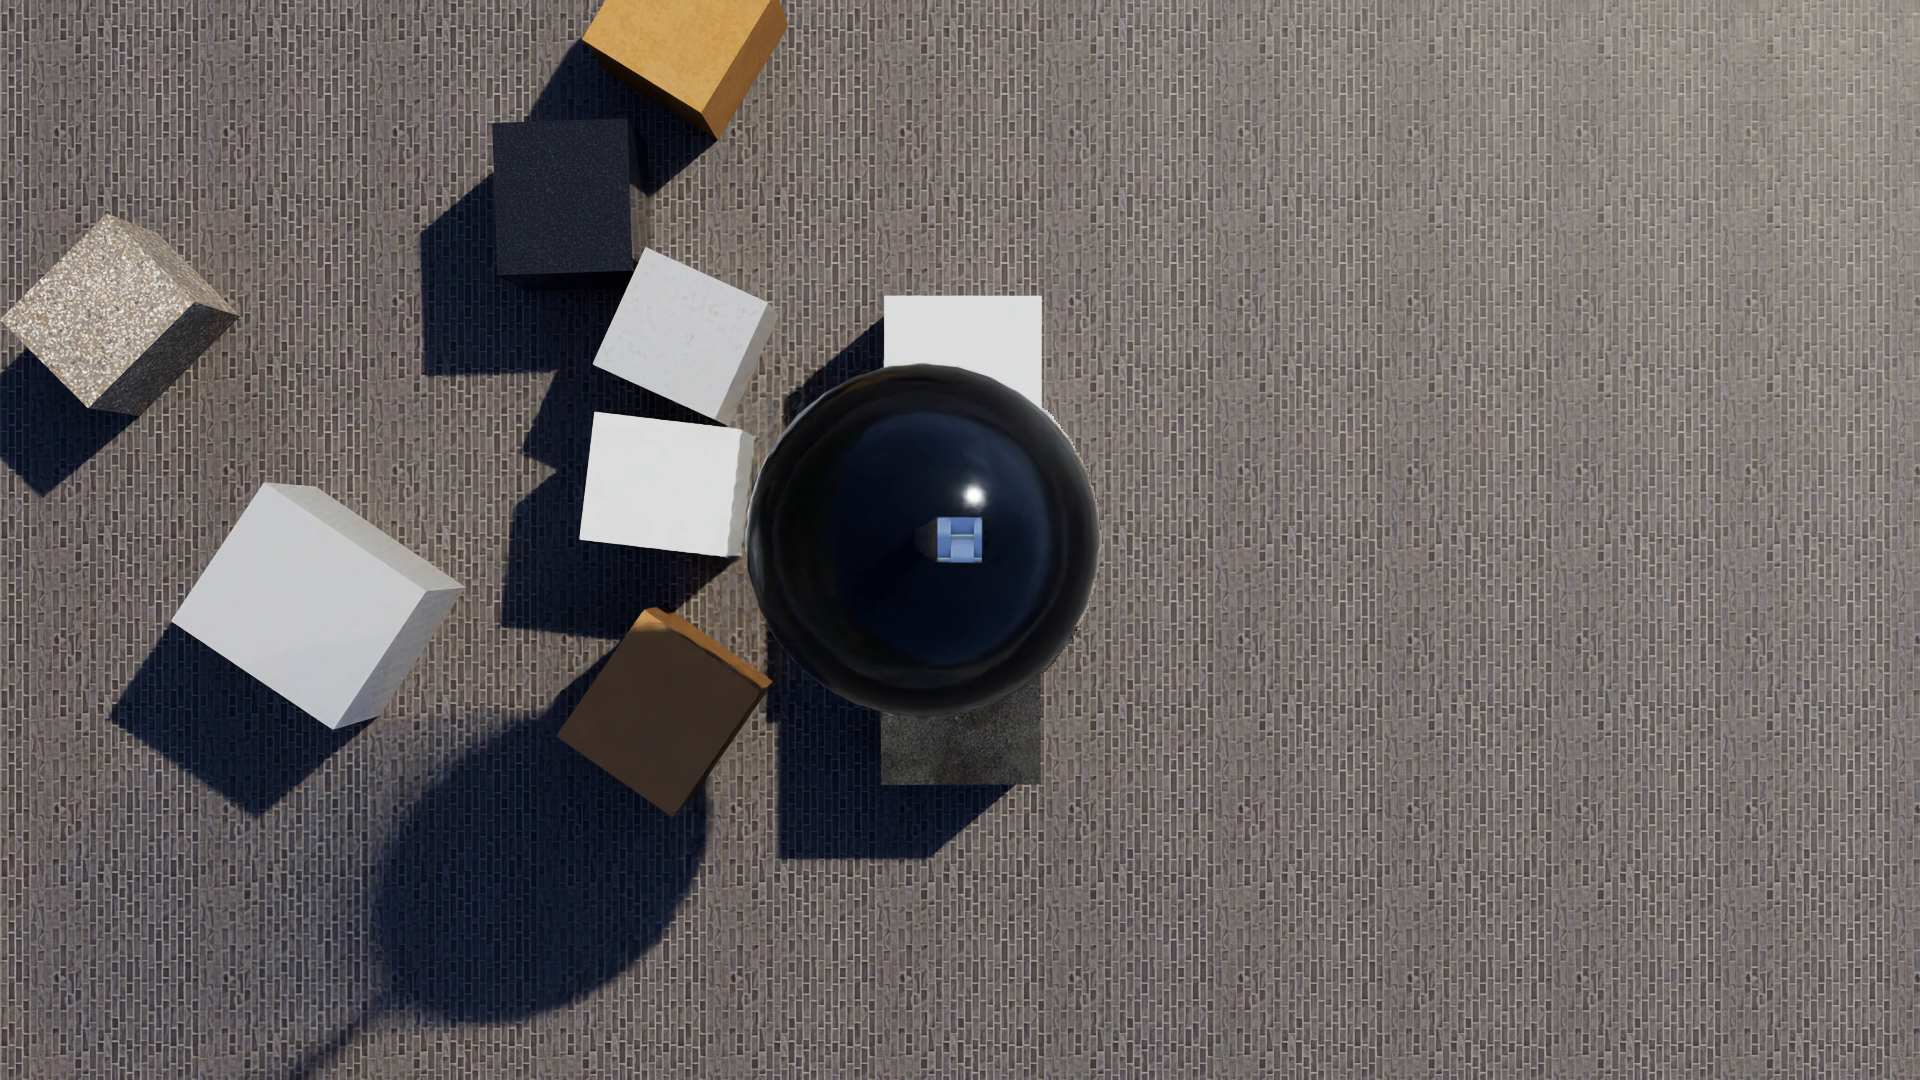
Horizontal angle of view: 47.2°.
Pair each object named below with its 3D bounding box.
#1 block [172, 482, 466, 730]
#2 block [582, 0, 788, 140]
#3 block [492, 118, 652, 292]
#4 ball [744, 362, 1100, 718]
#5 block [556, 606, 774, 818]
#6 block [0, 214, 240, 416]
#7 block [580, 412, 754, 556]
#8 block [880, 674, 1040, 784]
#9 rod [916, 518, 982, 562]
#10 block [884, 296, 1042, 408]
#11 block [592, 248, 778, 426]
[{"bbox_3d":[-3.619,0.361,12.516,1.069,0.967,0.914,34,90,0],"label":"block"},{"bbox_3d":[-1.553,-2.903,12.580,0.775,0.840,0.793,32,90,0],"label":"block"},{"bbox_3d":[-2.207,-1.904,12.601,0.751,0.799,0.845,-2,90,0],"label":"block"},{"bbox_3d":[-0.168,0.000,9.938,1.600,1.600,1.600,0,90,0],"label":"ball"},{"bbox_3d":[-1.668,0.960,12.580,0.789,0.839,0.851,35,90,0],"label":"block"},{"bbox_3d":[-4.795,-1.274,12.611,0.836,0.778,0.694,-45,90,0],"label":"block"},{"bbox_3d":[-1.660,-0.308,12.591,0.819,0.818,0.713,7,90,0],"label":"block"},{"bbox_3d":[0.004,0.914,12.573,0.883,0.854,0.875,0,90,0],"label":"block"},{"bbox_3d":[-0.073,0.000,6.539,0.080,5.200,0.080,0,90,-2],"label":"rod"},{"bbox_3d":[0.016,-0.924,12.587,0.870,0.825,0.856,0,90,0],"label":"block"},{"bbox_3d":[-1.561,-1.152,12.631,0.749,0.738,0.717,24,90,0],"label":"block"}]
